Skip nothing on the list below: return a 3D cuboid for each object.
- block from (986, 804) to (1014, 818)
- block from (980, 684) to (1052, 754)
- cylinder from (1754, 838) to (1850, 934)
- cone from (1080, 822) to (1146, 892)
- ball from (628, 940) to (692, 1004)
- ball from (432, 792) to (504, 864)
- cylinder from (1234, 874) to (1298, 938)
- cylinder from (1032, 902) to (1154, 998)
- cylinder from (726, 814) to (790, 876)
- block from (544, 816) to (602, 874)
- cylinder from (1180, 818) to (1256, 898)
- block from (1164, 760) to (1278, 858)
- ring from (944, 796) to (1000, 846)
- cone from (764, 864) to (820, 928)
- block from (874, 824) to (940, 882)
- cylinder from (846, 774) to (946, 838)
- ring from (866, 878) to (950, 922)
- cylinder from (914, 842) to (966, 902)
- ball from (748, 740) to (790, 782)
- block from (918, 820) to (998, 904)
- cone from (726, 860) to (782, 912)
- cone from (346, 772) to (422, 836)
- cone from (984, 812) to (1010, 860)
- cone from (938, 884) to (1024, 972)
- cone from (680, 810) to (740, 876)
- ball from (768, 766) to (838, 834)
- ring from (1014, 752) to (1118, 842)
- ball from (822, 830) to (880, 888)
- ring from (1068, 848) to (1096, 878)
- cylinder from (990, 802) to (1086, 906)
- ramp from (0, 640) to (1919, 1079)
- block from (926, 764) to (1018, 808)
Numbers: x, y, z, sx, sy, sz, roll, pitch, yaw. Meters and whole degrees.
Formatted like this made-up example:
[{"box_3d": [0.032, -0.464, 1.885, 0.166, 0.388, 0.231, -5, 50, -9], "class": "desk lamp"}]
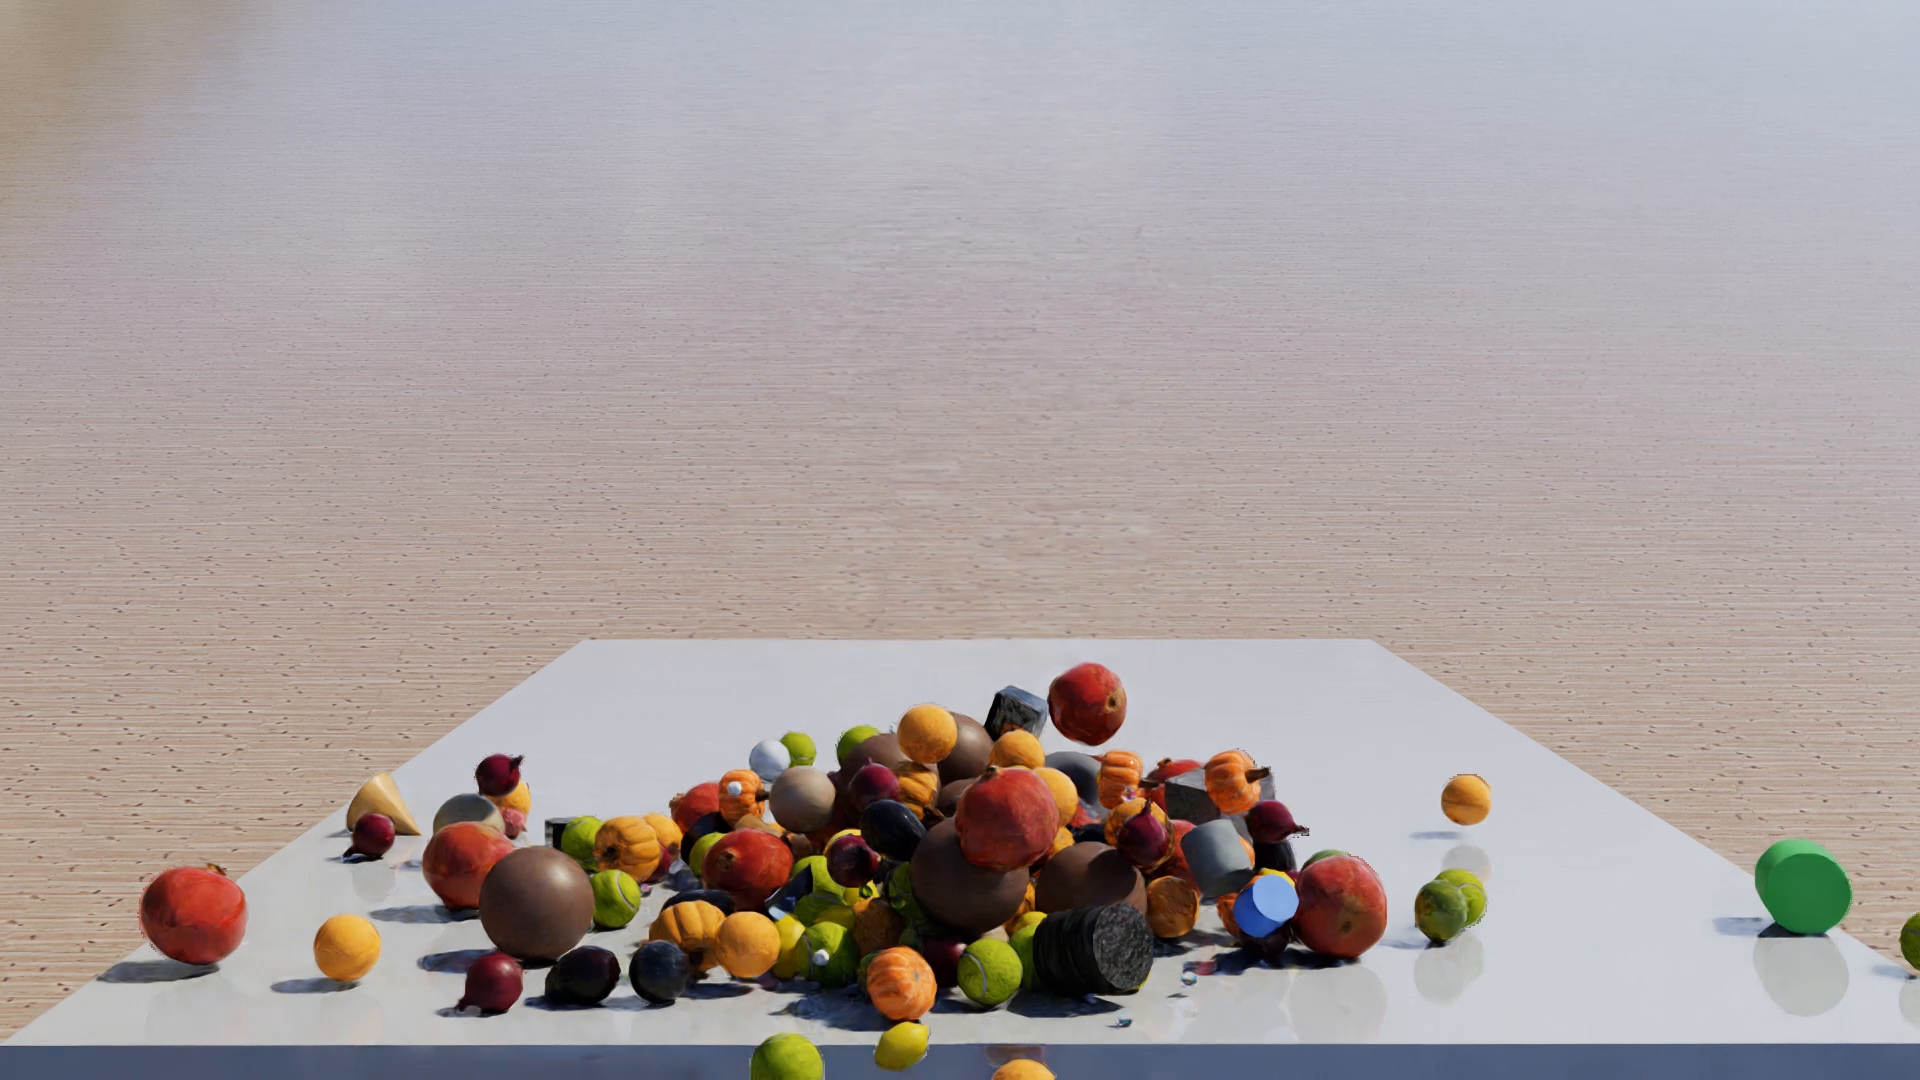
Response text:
[{"box_3d": [0.045, 0.404, 3.532, 0.066, 0.066, 0.066, 2, 4, 33], "class": "block"}, {"box_3d": [0.081, 0.254, 3.646, 0.066, 0.066, 0.066, 24, 14, 15], "class": "block"}, {"box_3d": [1.008, 0.415, 3.078, 0.098, 0.098, 0.098, 4, 4, 10], "class": "cylinder"}, {"box_3d": [0.194, 0.404, 3.315, 0.085, 0.085, 0.085, -5, 5, 0], "class": "cone"}, {"box_3d": [-0.316, 0.454, 2.703, 0.066, 0.066, 0.066, 0, 20, 0], "class": "ball"}, {"box_3d": [-0.667, 0.392, 3.486, 0.096, 0.096, 0.096, 0, 20, 0], "class": "ball"}, {"box_3d": [0.341, 0.408, 2.864, 0.055, 0.055, 0.055, 9, 60, -15], "class": "cylinder"}, {"box_3d": [0.140, 0.432, 2.705, 0.090, 0.090, 0.090, -17, 3, 45], "class": "cylinder"}, {"box_3d": [-0.254, 0.383, 3.223, 0.058, 0.058, 0.058, 29, 33, 29], "class": "cylinder"}, {"box_3d": [-0.517, 0.408, 3.437, 0.066, 0.066, 0.066, -1, 0, -17], "class": "block"}, {"box_3d": [0.297, 0.367, 2.960, 0.066, 0.066, 0.066, -9, 58, -24], "class": "cylinder"}, {"box_3d": [0.340, 0.357, 3.349, 0.100, 0.100, 0.100, -15, 16, -39], "class": "block"}, {"box_3d": [0.014, 0.347, 3.182, 0.078, 0.078, 0.026, 12, 48, 29], "class": "ring"}, {"box_3d": [-0.183, 0.401, 2.966, 0.067, 0.067, 0.067, 19, 18, -6], "class": "cone"}, {"box_3d": [-0.068, 0.414, 3.371, 0.065, 0.065, 0.065, -3, 5, -40], "class": "block"}, {"box_3d": [-0.088, 0.382, 3.569, 0.099, 0.099, 0.099, 18, 17, 40], "class": "cylinder"}, {"box_3d": [-0.064, 0.441, 3.137, 0.104, 0.035, 0.104, 0, 8, 0], "class": "ring"}, {"box_3d": [-0.024, 0.392, 3.029, 0.052, 0.052, 0.052, -5, 58, -14], "class": "cylinder"}, {"box_3d": [-0.312, 0.361, 4.211, 0.068, 0.068, 0.068, 0, 20, 0], "class": "ball"}, {"box_3d": [-0.002, 0.393, 3.139, 0.061, 0.061, 0.061, -35, 43, 4], "class": "block"}, {"box_3d": [-0.243, 0.427, 3.155, 0.065, 0.065, 0.065, 1, 18, 26], "class": "cone"}, {"box_3d": [-0.818, 0.404, 3.719, 0.099, 0.099, 0.099, 29, 29, 17], "class": "cone"}, {"box_3d": [0.033, 0.424, 3.377, 0.096, 0.096, 0.096, 15, 39, 35], "class": "cone"}, {"box_3d": [0.024, 0.425, 2.835, 0.095, 0.095, 0.095, 1, -5, 0], "class": "cone"}, {"box_3d": [-0.308, 0.424, 3.403, 0.094, 0.094, 0.094, -13, 37, -31], "class": "cone"}, {"box_3d": [-0.191, 0.316, 3.120, 0.083, 0.083, 0.083, 0, 20, 0], "class": "ball"}, {"box_3d": [0.143, 0.348, 3.449, 0.139, 0.046, 0.139, -3, 59, 6], "class": "ring"}, {"box_3d": [-0.141, 0.412, 3.323, 0.075, 0.075, 0.075, 0, 20, 0], "class": "ball"}, {"box_3d": [0.151, 0.429, 3.412, 0.092, 0.031, 0.092, -2, 3, 0], "class": "ring"}, {"box_3d": [0.095, 0.392, 3.203, 0.096, 0.096, 0.096, 24, -8, 4], "class": "cylinder"}, {"box_3d": [0.047, 0.425, 4.533, 2.000, 0.100, 4.000, 0, 4, 0], "class": "ramp"}, {"box_3d": [0.019, 0.379, 3.691, 0.096, 0.096, 0.096, 2, 4, 33], "class": "block"}]
